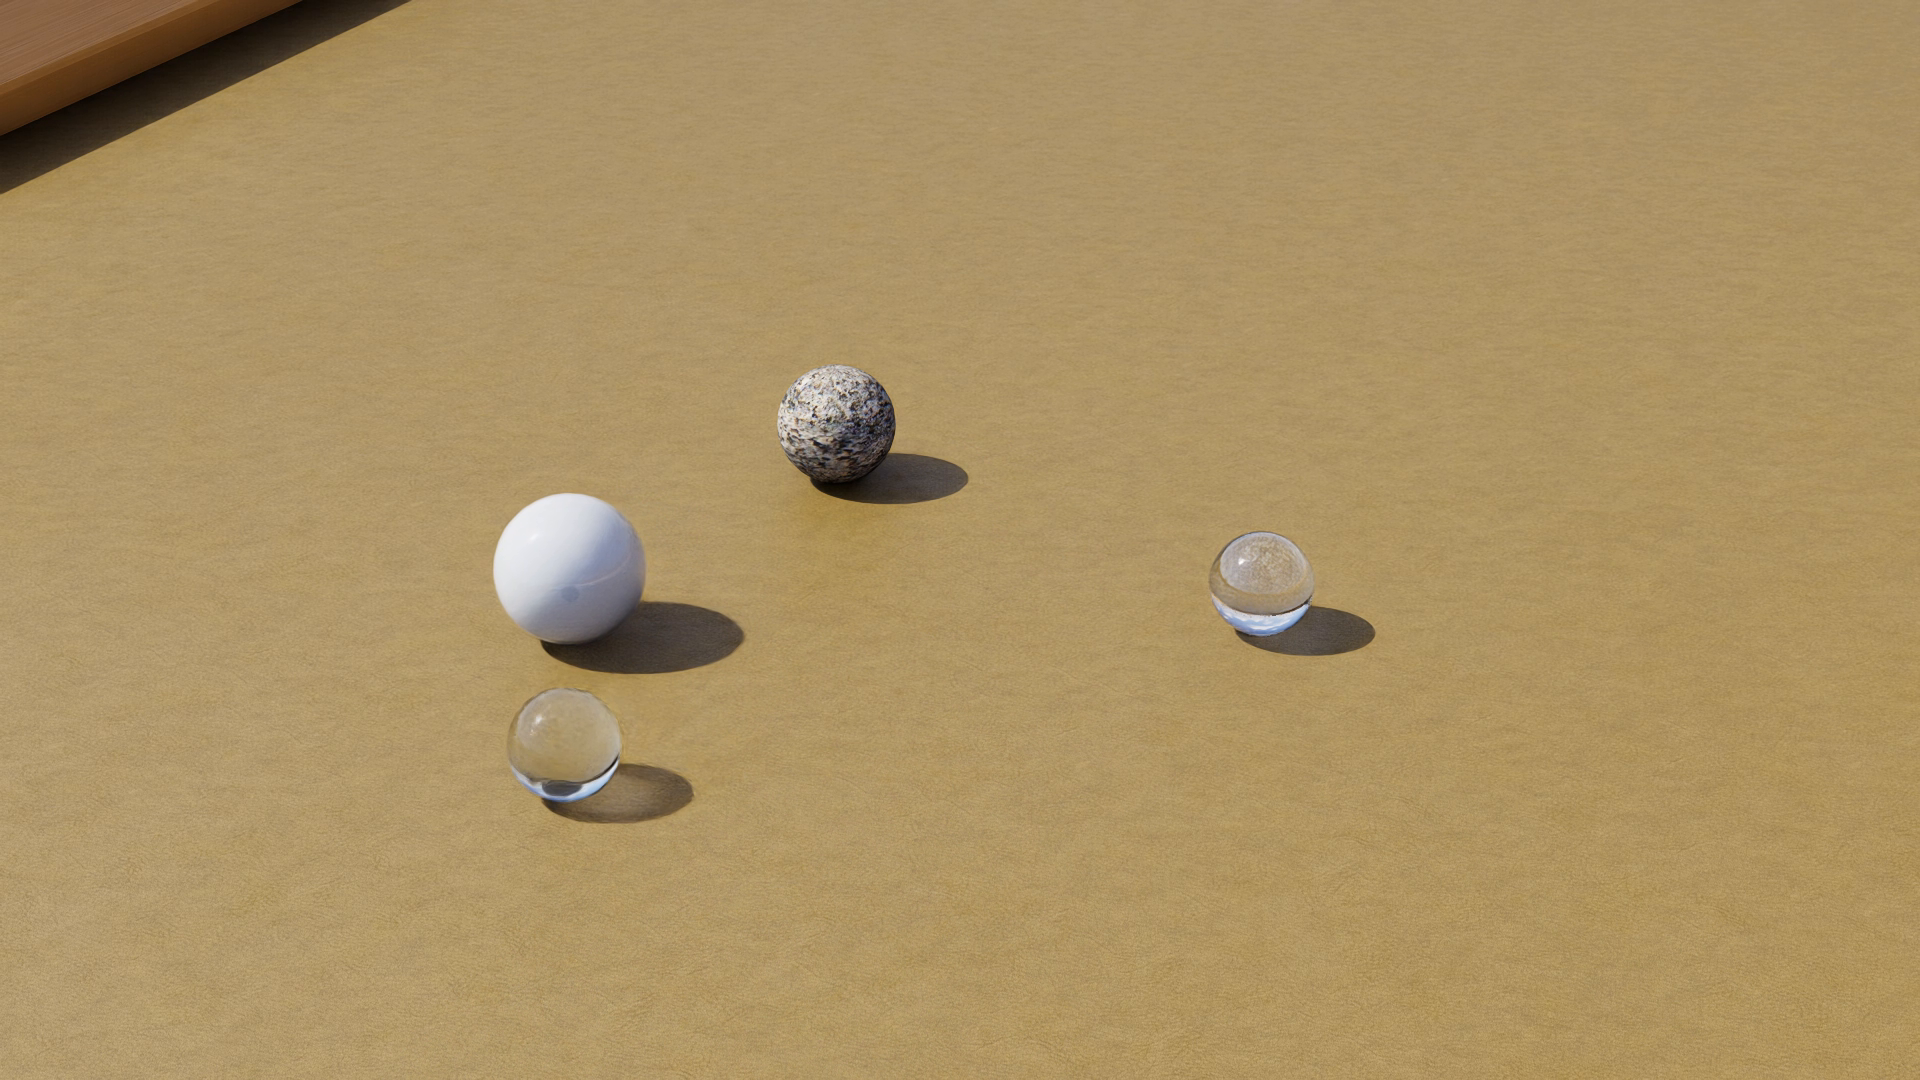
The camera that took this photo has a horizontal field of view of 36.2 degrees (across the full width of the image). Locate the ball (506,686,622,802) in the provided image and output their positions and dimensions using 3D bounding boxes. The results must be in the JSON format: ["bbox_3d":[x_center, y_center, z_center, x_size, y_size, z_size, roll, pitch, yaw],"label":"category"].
[{"bbox_3d":[-0.207,0.107,1.540,0.060,0.060,0.060,0,27,0],"label":"ball"}]

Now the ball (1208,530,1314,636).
[{"bbox_3d":[0.174,0.025,1.699,0.061,0.061,0.061,0,27,0],"label":"ball"}]

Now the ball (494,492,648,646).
[{"bbox_3d":[-0.223,0.017,1.686,0.088,0.088,0.088,0,27,0],"label":"ball"}]

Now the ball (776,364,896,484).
[{"bbox_3d":[-0.079,-0.074,1.876,0.076,0.076,0.076,0,27,0],"label":"ball"}]

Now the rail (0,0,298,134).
[{"bbox_3d":[-0.585,-0.594,2.847,0.045,0.114,3.636,12,29,22],"label":"rail"}]
